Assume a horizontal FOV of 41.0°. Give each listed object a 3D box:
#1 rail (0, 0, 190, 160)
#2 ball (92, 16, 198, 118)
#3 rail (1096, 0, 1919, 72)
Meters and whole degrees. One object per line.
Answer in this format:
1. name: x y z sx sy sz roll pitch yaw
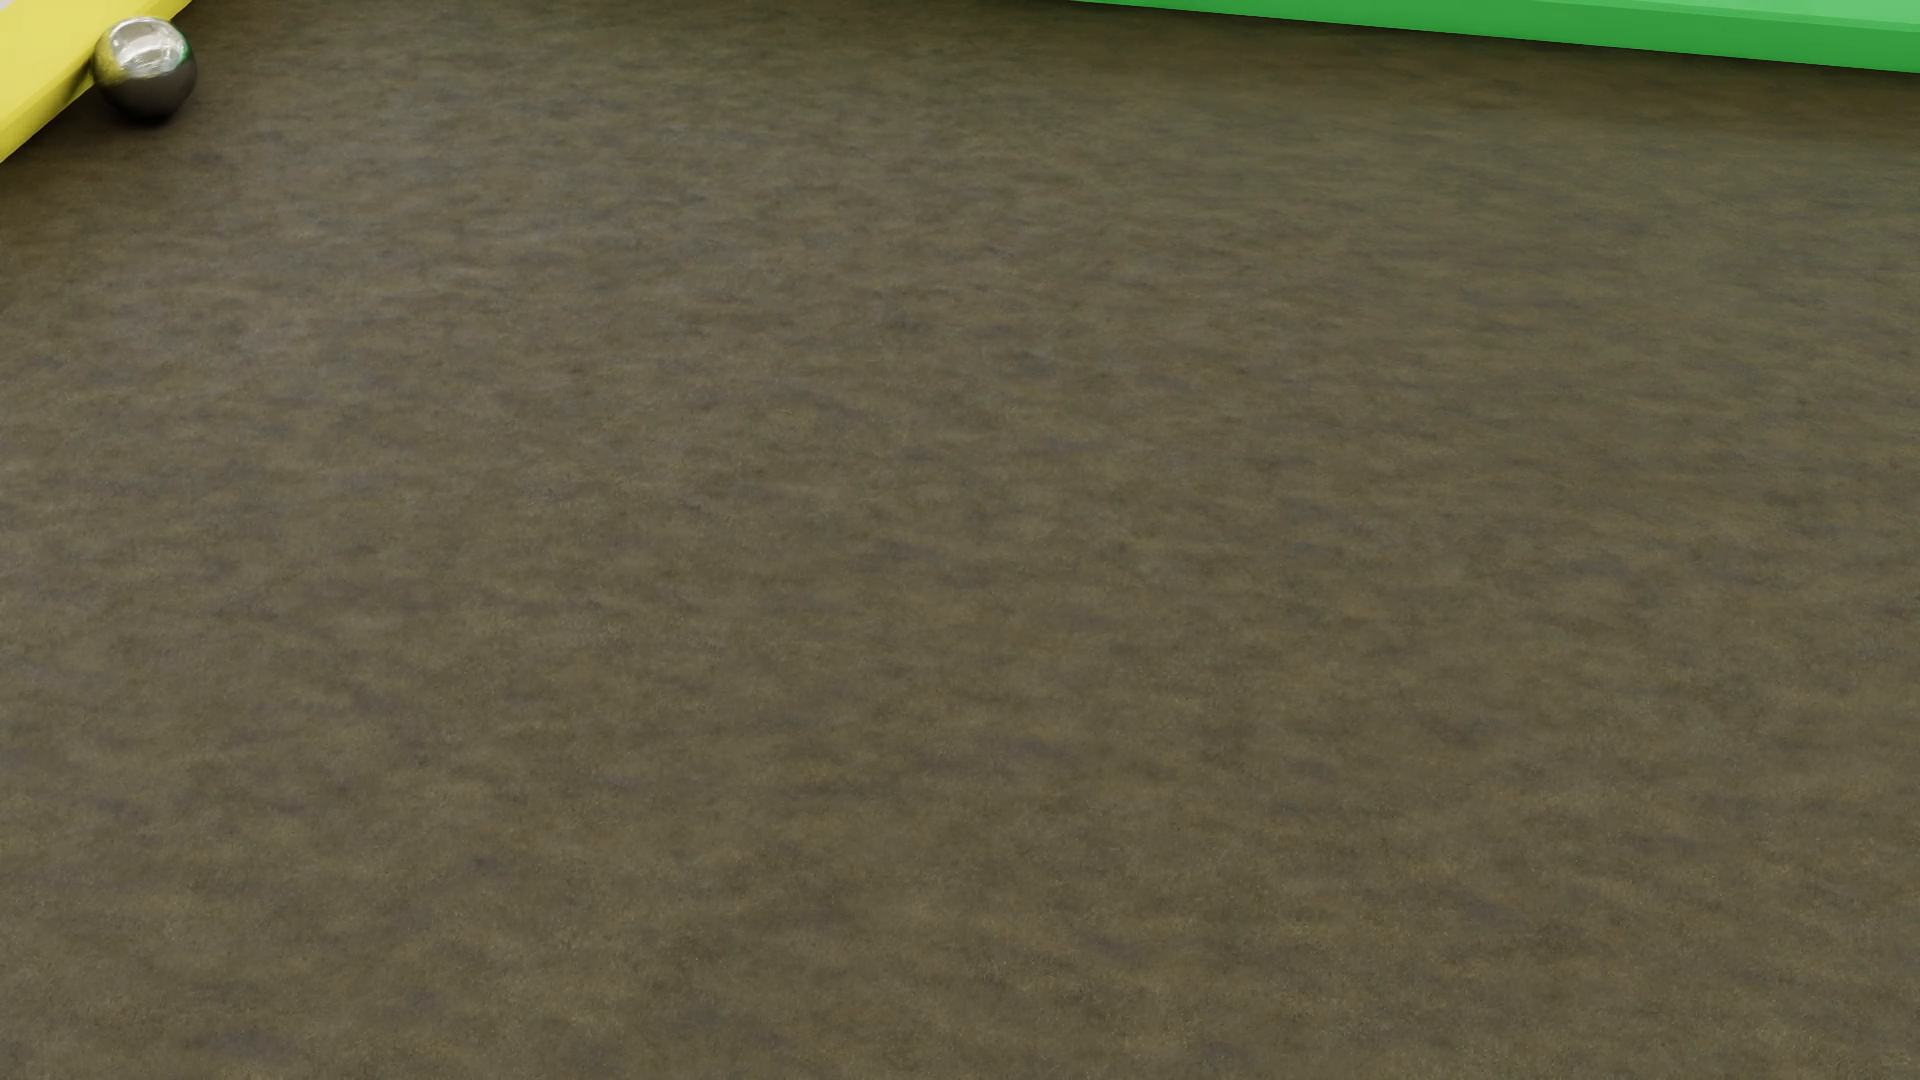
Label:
1. rail: -0.985 -0.144 1.997 0.045 0.128 2.148 7 35 10
2. ball: -0.787 -0.457 2.478 0.098 0.098 0.098 0 35 0
3. rail: 1.233 -0.478 2.481 4.128 0.128 0.045 7 35 10
